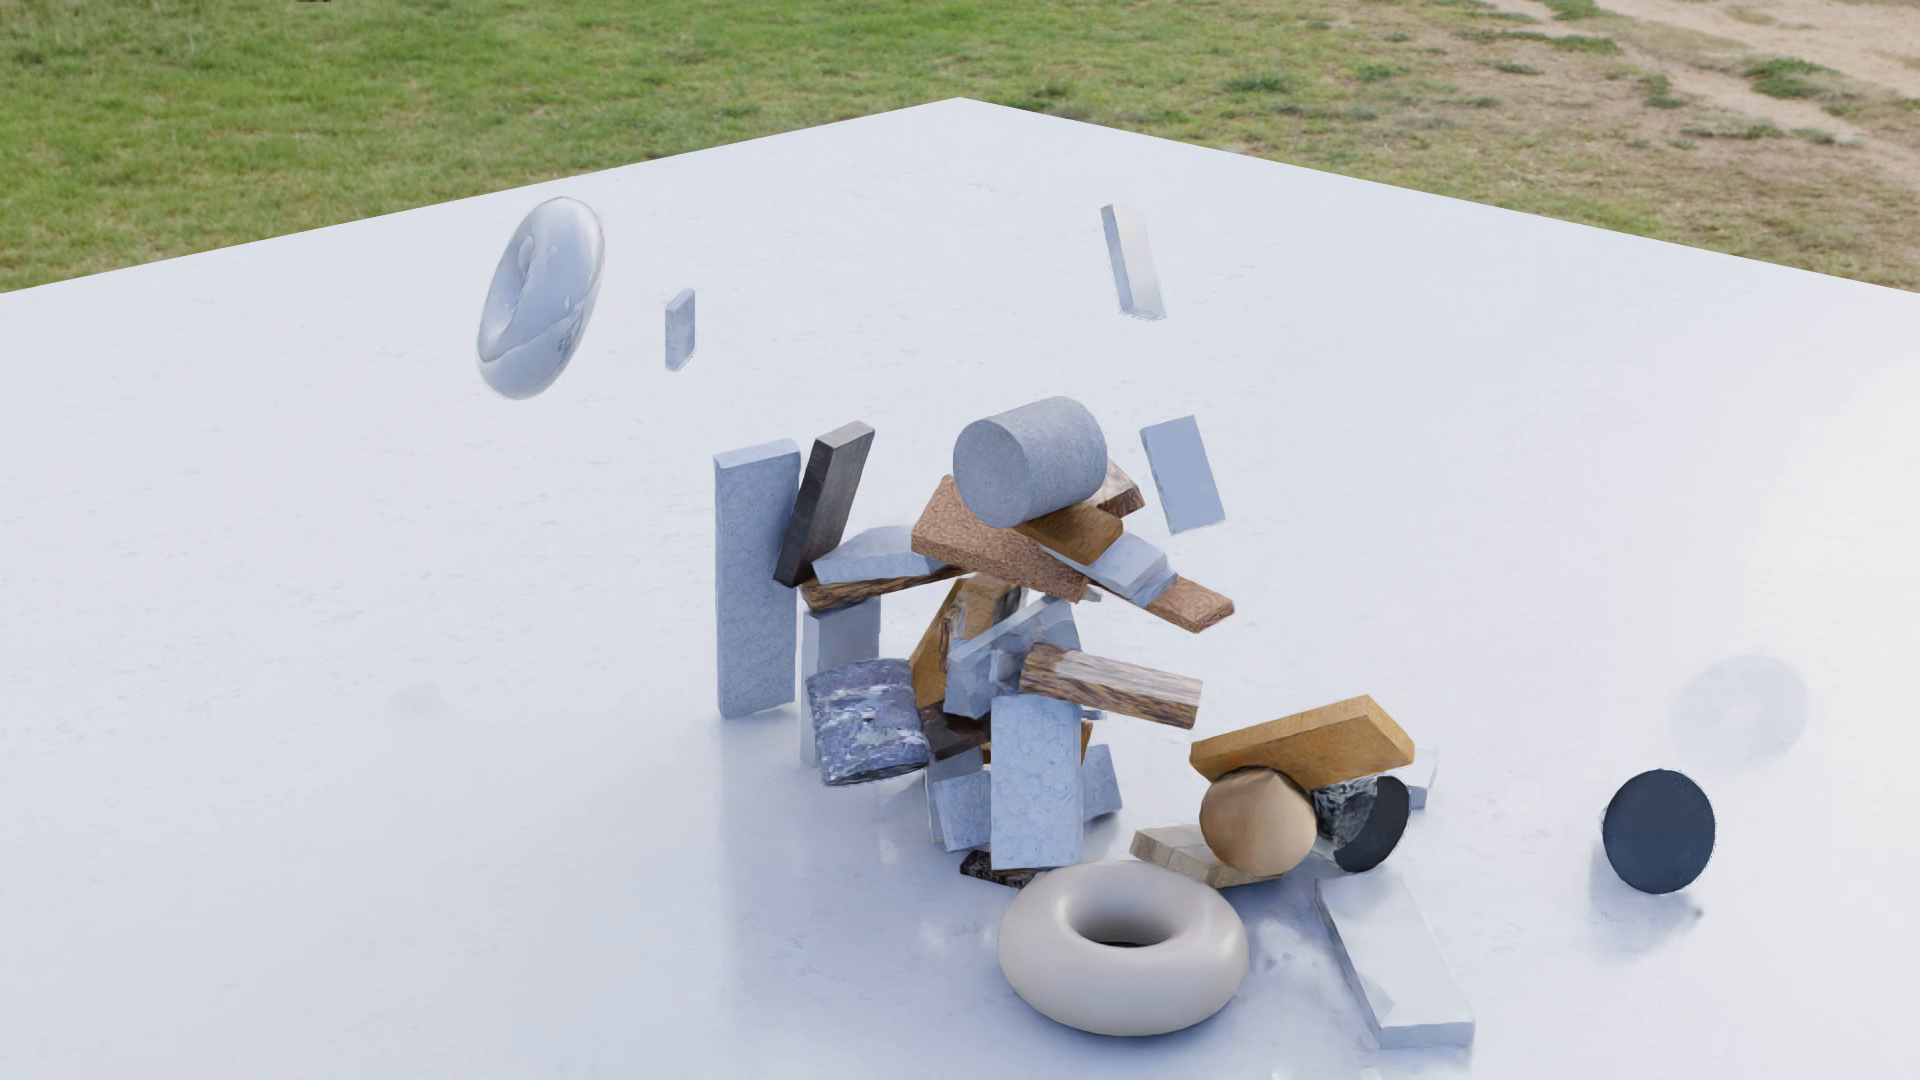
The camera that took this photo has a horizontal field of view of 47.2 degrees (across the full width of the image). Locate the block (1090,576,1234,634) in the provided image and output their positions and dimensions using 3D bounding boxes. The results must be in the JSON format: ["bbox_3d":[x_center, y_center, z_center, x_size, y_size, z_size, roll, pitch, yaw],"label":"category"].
[{"bbox_3d":[0.310,0.064,4.224,0.095,0.027,0.551,-27,30,-25],"label":"block"}]

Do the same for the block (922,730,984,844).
[{"bbox_3d":[-0.009,0.489,4.393,0.116,0.033,0.232,-2,60,-7],"label":"block"}]

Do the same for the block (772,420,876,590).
[{"bbox_3d":[-0.278,-0.073,4.506,0.047,0.331,0.166,28,27,18],"label":"block"}]

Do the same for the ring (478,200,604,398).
[{"bbox_3d":[-0.836,-0.480,4.378,0.140,0.421,0.421,20,14,-26],"label":"ring"}]

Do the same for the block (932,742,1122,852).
[{"bbox_3d":[0.137,0.508,4.361,0.391,0.136,0.039,-10,-7,-29],"label":"block"}]

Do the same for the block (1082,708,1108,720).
[{"bbox_3d":[0.214,0.333,4.242,0.130,0.018,0.065,5,-4,17],"label":"block"}]

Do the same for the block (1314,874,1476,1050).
[{"bbox_3d":[0.770,0.747,3.937,0.163,0.046,0.473,-3,23,-4],"label":"block"}]

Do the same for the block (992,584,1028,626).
[{"bbox_3d":[0.100,0.154,4.412,0.074,0.021,0.148,-26,47,40],"label":"block"}]

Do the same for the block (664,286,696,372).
[{"bbox_3d":[-0.494,-0.373,3.883,0.020,0.140,0.070,23,49,15],"label":"block"}]

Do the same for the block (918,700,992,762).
[{"bbox_3d":[0.041,0.346,4.354,0.232,0.033,0.116,-21,47,-5],"label":"block"}]

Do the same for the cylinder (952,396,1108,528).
[{"bbox_3d":[0.128,-0.143,4.012,0.201,0.201,0.201,21,30,41],"label":"cylinder"}]

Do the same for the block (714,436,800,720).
[{"bbox_3d":[-0.427,0.094,4.622,0.166,0.733,0.047,-14,46,-20],"label":"block"}]

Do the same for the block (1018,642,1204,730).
[{"bbox_3d":[0.285,0.272,4.127,0.330,0.047,0.165,13,15,7],"label":"block"}]

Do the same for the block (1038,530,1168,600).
[{"bbox_3d":[0.263,0.018,4.087,0.222,0.031,0.111,31,58,35],"label":"block"}]

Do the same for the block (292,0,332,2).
[{"bbox_3d":[-1.154,-1.104,3.931,0.166,0.331,0.047,-10,60,-44],"label":"block"}]

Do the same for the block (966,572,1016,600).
[{"bbox_3d":[0.077,0.076,4.389,0.074,0.021,0.148,11,25,25],"label":"block"}]

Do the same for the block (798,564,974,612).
[{"bbox_3d":[-0.155,0.068,4.599,0.352,0.050,0.176,-13,12,-10],"label":"block"}]

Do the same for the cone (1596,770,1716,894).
[{"bbox_3d":[1.302,0.555,4.290,0.237,0.237,0.237,-6,0,-13],"label":"cone"}]

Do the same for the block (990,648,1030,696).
[{"bbox_3d":[0.108,0.262,4.211,0.018,0.065,0.130,-18,-35,40],"label":"block"}]

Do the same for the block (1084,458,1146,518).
[{"bbox_3d":[0.239,-0.104,4.464,0.172,0.049,0.345,-27,23,-4],"label":"block"}]

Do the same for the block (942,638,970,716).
[{"bbox_3d":[0.013,0.270,4.299,0.074,0.149,0.021,10,15,10],"label":"block"}]

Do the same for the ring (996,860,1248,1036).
[{"bbox_3d":[0.287,0.715,3.890,0.446,0.149,0.446,1,22,0],"label":"ring"}]

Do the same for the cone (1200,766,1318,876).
[{"bbox_3d":[0.552,0.463,3.952,0.217,0.217,0.217,1,61,-1],"label":"cone"}]

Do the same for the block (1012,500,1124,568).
[{"bbox_3d":[0.183,-0.037,4.105,0.222,0.031,0.111,28,54,31],"label":"block"}]

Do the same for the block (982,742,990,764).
[{"bbox_3d":[-0.024,0.414,4.535,0.232,0.033,0.116,2,31,-28],"label":"block"}]

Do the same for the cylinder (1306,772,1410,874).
[{"bbox_3d":[0.730,0.512,4.291,0.205,0.205,0.205,-15,27,-32],"label":"cylinder"}]

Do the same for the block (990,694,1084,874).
[{"bbox_3d":[0.143,0.455,4.128,0.165,0.330,0.047,-7,-20,20],"label":"block"}]

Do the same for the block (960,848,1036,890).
[{"bbox_3d":[0.074,0.635,4.240,0.133,0.019,0.067,11,25,24],"label":"block"}]

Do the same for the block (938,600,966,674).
[{"bbox_3d":[-0.016,0.193,4.378,0.020,0.139,0.070,19,43,18],"label":"block"}]

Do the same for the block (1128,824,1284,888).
[{"bbox_3d":[0.470,0.591,4.135,0.163,0.046,0.327,24,10,33],"label":"block"}]

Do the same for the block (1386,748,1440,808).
[{"bbox_3d":[0.822,0.472,4.589,0.327,0.046,0.163,8,24,18],"label":"block"}]

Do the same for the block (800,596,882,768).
[{"bbox_3d":[-0.252,0.289,4.626,0.050,0.352,0.176,25,33,38],"label":"block"}]

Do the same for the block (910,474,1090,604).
[{"bbox_3d":[0.097,-0.005,4.217,0.345,0.049,0.172,17,50,15],"label":"block"}]

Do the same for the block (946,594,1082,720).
[{"bbox_3d":[0.107,0.220,4.252,0.272,0.136,0.039,-30,31,-25],"label":"block"}]

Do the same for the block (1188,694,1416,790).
[{"bbox_3d":[0.634,0.397,4.093,0.387,0.165,0.047,-20,40,36],"label":"block"}]

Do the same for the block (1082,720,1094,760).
[{"bbox_3d":[0.172,0.476,4.248,0.039,0.272,0.136,19,4,32],"label":"block"}]

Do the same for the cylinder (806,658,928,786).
[{"bbox_3d":[-0.177,0.348,4.191,0.202,0.202,0.202,-11,-12,-2],"label":"cylinder"}]

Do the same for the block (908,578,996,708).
[{"bbox_3d":[-0.016,0.276,4.639,0.176,0.352,0.050,36,-14,-18],"label":"block"}]

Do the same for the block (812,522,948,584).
[{"bbox_3d":[-0.123,0.021,4.414,0.345,0.049,0.172,-6,20,48],"label":"block"}]

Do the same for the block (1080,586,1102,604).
[{"bbox_3d":[0.175,0.067,4.312,0.065,0.018,0.270,12,11,-35],"label":"block"}]

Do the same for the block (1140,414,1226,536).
[{"bbox_3d":[0.384,-0.112,3.798,0.095,0.191,0.027,-15,-9,-11],"label":"block"}]

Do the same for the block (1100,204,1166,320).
[{"bbox_3d":[0.346,-0.558,4.412,0.031,0.222,0.111,-20,-16,36],"label":"block"}]

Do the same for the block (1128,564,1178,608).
[{"bbox_3d":[0.304,0.043,4.117,0.095,0.027,0.191,-37,57,-26],"label":"block"}]
